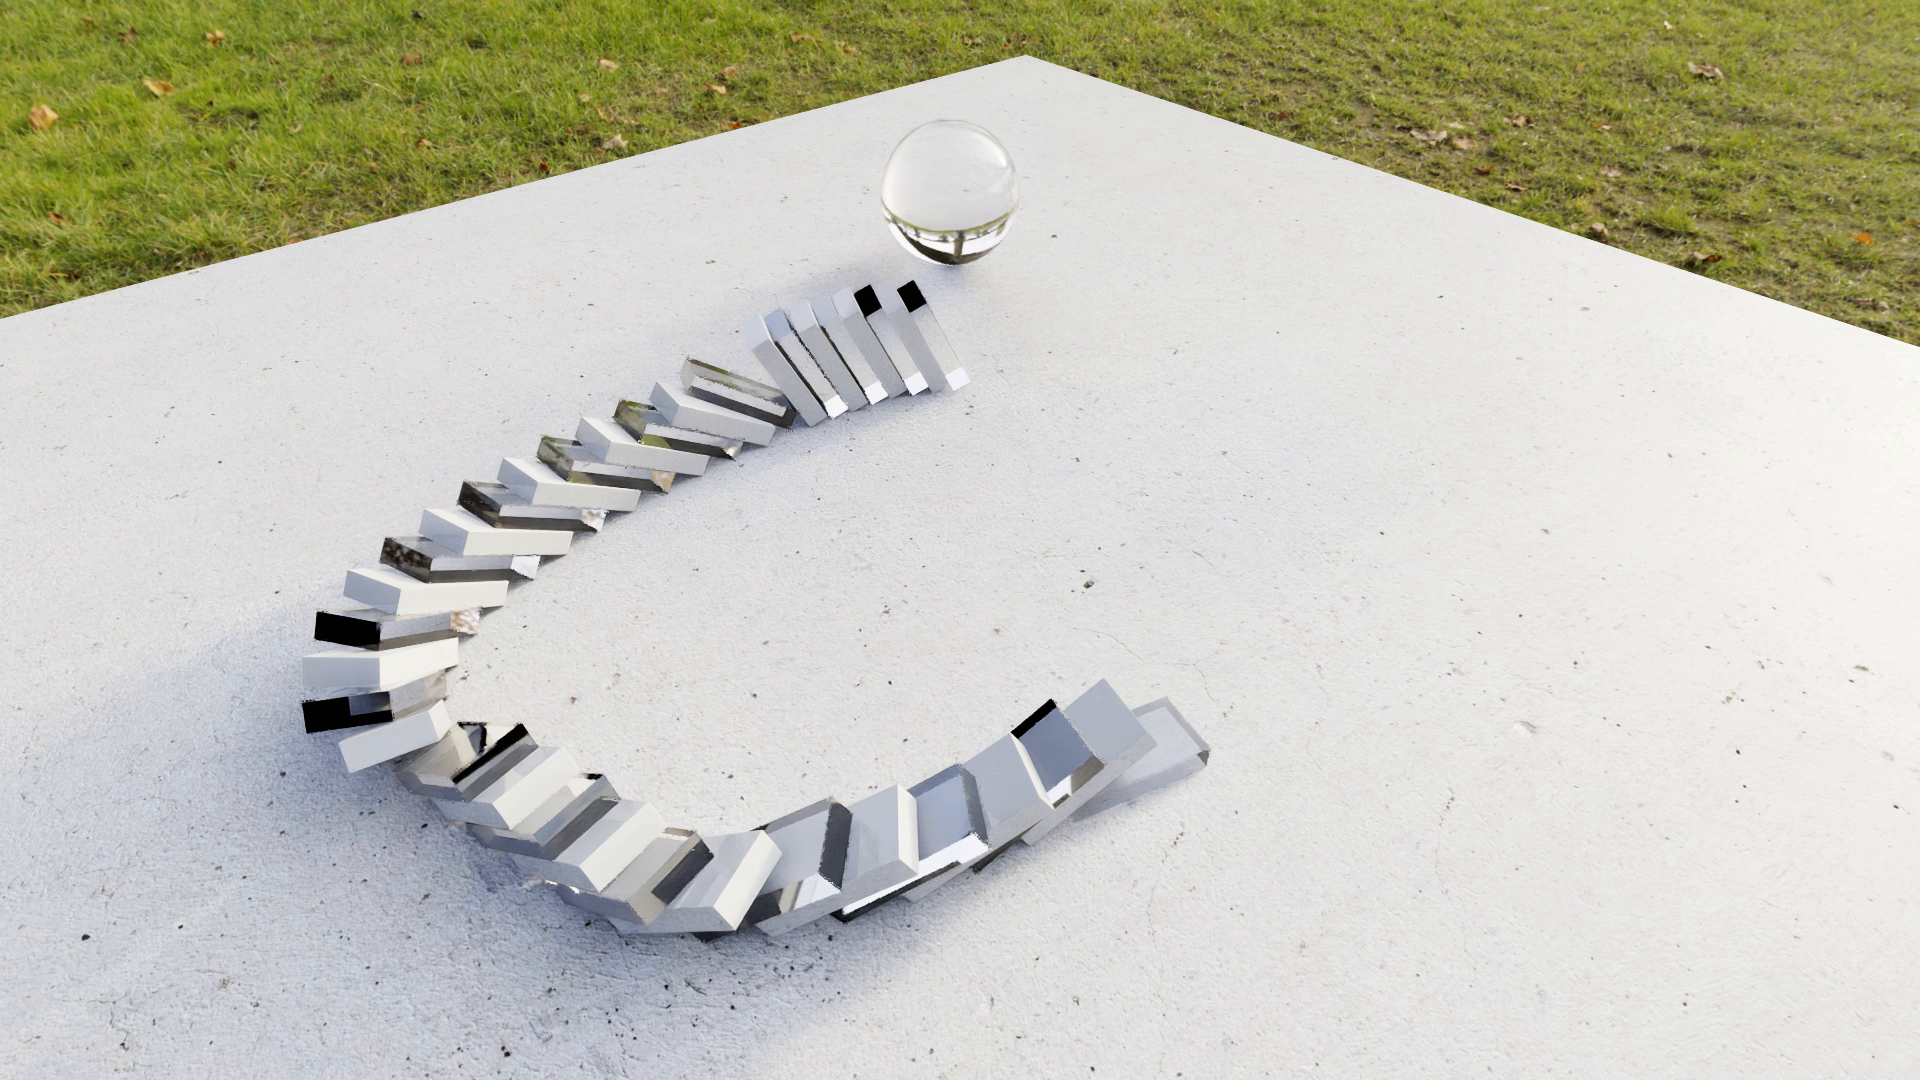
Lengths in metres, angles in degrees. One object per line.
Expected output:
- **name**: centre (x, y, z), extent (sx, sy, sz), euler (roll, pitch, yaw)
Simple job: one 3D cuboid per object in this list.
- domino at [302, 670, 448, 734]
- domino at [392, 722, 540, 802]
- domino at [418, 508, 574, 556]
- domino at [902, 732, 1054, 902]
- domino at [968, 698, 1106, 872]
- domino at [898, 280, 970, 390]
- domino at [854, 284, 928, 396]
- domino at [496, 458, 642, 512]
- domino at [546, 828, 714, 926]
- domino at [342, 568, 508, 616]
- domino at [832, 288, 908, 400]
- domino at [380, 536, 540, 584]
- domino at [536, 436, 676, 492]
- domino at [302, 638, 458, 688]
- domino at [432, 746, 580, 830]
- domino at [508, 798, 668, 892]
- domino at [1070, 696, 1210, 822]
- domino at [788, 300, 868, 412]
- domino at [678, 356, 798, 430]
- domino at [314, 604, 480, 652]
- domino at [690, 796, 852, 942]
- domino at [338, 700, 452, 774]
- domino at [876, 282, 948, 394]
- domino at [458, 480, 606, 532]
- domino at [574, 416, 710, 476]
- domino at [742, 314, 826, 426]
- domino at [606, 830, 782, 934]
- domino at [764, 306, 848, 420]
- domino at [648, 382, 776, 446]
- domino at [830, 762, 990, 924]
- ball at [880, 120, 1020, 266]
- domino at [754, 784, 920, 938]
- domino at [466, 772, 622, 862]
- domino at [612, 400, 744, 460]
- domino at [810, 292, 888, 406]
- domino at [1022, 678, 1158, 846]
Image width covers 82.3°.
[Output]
- **domino**: centre (-0.188, 0.052, 0.357), extent (0.025, 0.009, 0.050), euler (-8, 2, -7)
- **domino**: centre (-0.154, 0.068, 0.341), extent (0.050, 0.010, 0.025), euler (-9, 25, 45)
- **domino**: centre (-0.179, -0.003, 0.426), extent (0.025, 0.009, 0.050), euler (22, 9, 24)
- **domino**: centre (0.001, 0.082, 0.324), extent (0.050, 0.009, 0.025), euler (-35, 42, 7)
- **domino**: centre (0.017, 0.074, 0.334), extent (0.050, 0.010, 0.025), euler (-40, 45, 2)
- **domino**: centre (-0.013, -0.099, 0.533), extent (0.009, 0.050, 0.025), euler (-29, 42, 4)
- **domino**: centre (-0.033, -0.096, 0.529), extent (0.010, 0.050, 0.025), euler (-29, 42, 4)
- **domino**: centre (-0.159, -0.022, 0.450), extent (0.025, 0.010, 0.050), euler (29, 14, 31)
- **domino**: centre (-0.093, 0.093, 0.309), extent (0.050, 0.010, 0.025), euler (-10, 27, 46)
- **domino**: centre (-0.193, 0.018, 0.400), extent (0.025, 0.009, 0.050), euler (15, 6, 19)
- **domino**: centre (-0.043, -0.094, 0.527), extent (0.009, 0.050, 0.025), euler (-29, 42, 4)
- **domino**: centre (-0.187, 0.007, 0.413), extent (0.025, 0.010, 0.050), euler (20, 8, 22)
- **domino**: centre (-0.148, -0.031, 0.461), extent (0.025, 0.009, 0.050), euler (32, 16, 33)
- **domino**: centre (-0.194, 0.041, 0.371), extent (0.025, 0.009, 0.050), euler (0, 2, 2)
- **domino**: centre (-0.138, 0.074, 0.333), extent (0.050, 0.010, 0.025), euler (-9, 25, 45)
- **domino**: centre (-0.108, 0.086, 0.317), extent (0.050, 0.010, 0.025), euler (-10, 26, 46)
- **domino**: centre (0.053, 0.071, 0.357), extent (0.050, 0.009, 0.025), euler (-17, 42, -20)
- **domino**: centre (-0.062, -0.086, 0.517), extent (0.009, 0.050, 0.025), euler (-30, 42, 4)
- **domino**: centre (-0.101, -0.067, 0.503), extent (0.050, 0.010, 0.025), euler (17, 21, -30)
- **domino**: centre (-0.196, 0.029, 0.386), extent (0.025, 0.009, 0.050), euler (8, 4, 12)
- **domino**: centre (-0.054, 0.093, 0.309), extent (0.050, 0.009, 0.025), euler (-27, 33, 24)
- **domino**: centre (-0.176, 0.061, 0.345), extent (0.025, 0.010, 0.050), euler (-20, 3, -21)
- **domino**: centre (-0.023, -0.097, 0.531), extent (0.010, 0.050, 0.025), euler (-29, 42, 4)
- **domino**: centre (-0.170, -0.013, 0.439), extent (0.025, 0.010, 0.050), euler (26, 12, 28)
- **domino**: centre (-0.136, -0.040, 0.472), extent (0.025, 0.009, 0.050), euler (34, 17, 35)
- **domino**: centre (-0.081, -0.078, 0.507), extent (0.009, 0.050, 0.025), euler (-32, 42, 3)
- **domino**: centre (-0.075, 0.095, 0.306), extent (0.050, 0.009, 0.025), euler (-17, 28, 37)
- **domino**: centre (-0.072, -0.082, 0.513), extent (0.009, 0.050, 0.025), euler (-32, 42, 4)
- **domino**: centre (-0.110, -0.056, 0.491), extent (0.050, 0.010, 0.025), euler (10, 24, -45)
- **domino**: centre (-0.017, 0.087, 0.317), extent (0.050, 0.009, 0.025), euler (-31, 39, 14)
- **ball**: centre (-0.006, -0.198, 0.630), extent (0.080, 0.080, 0.080), euler (0, 39, 0)
- **domino**: centre (-0.035, 0.091, 0.312), extent (0.050, 0.010, 0.025), euler (-28, 36, 17)
- **domino**: centre (-0.124, 0.080, 0.325), extent (0.050, 0.009, 0.025), euler (-10, 25, 46)
- **domino**: centre (-0.123, -0.048, 0.482), extent (0.050, 0.010, 0.025), euler (7, 24, -50)
- **domino**: centre (-0.052, -0.091, 0.523), extent (0.009, 0.050, 0.025), euler (-29, 42, 4)
- **domino**: centre (0.033, 0.068, 0.341), extent (0.050, 0.009, 0.025), euler (-39, 46, 1)
